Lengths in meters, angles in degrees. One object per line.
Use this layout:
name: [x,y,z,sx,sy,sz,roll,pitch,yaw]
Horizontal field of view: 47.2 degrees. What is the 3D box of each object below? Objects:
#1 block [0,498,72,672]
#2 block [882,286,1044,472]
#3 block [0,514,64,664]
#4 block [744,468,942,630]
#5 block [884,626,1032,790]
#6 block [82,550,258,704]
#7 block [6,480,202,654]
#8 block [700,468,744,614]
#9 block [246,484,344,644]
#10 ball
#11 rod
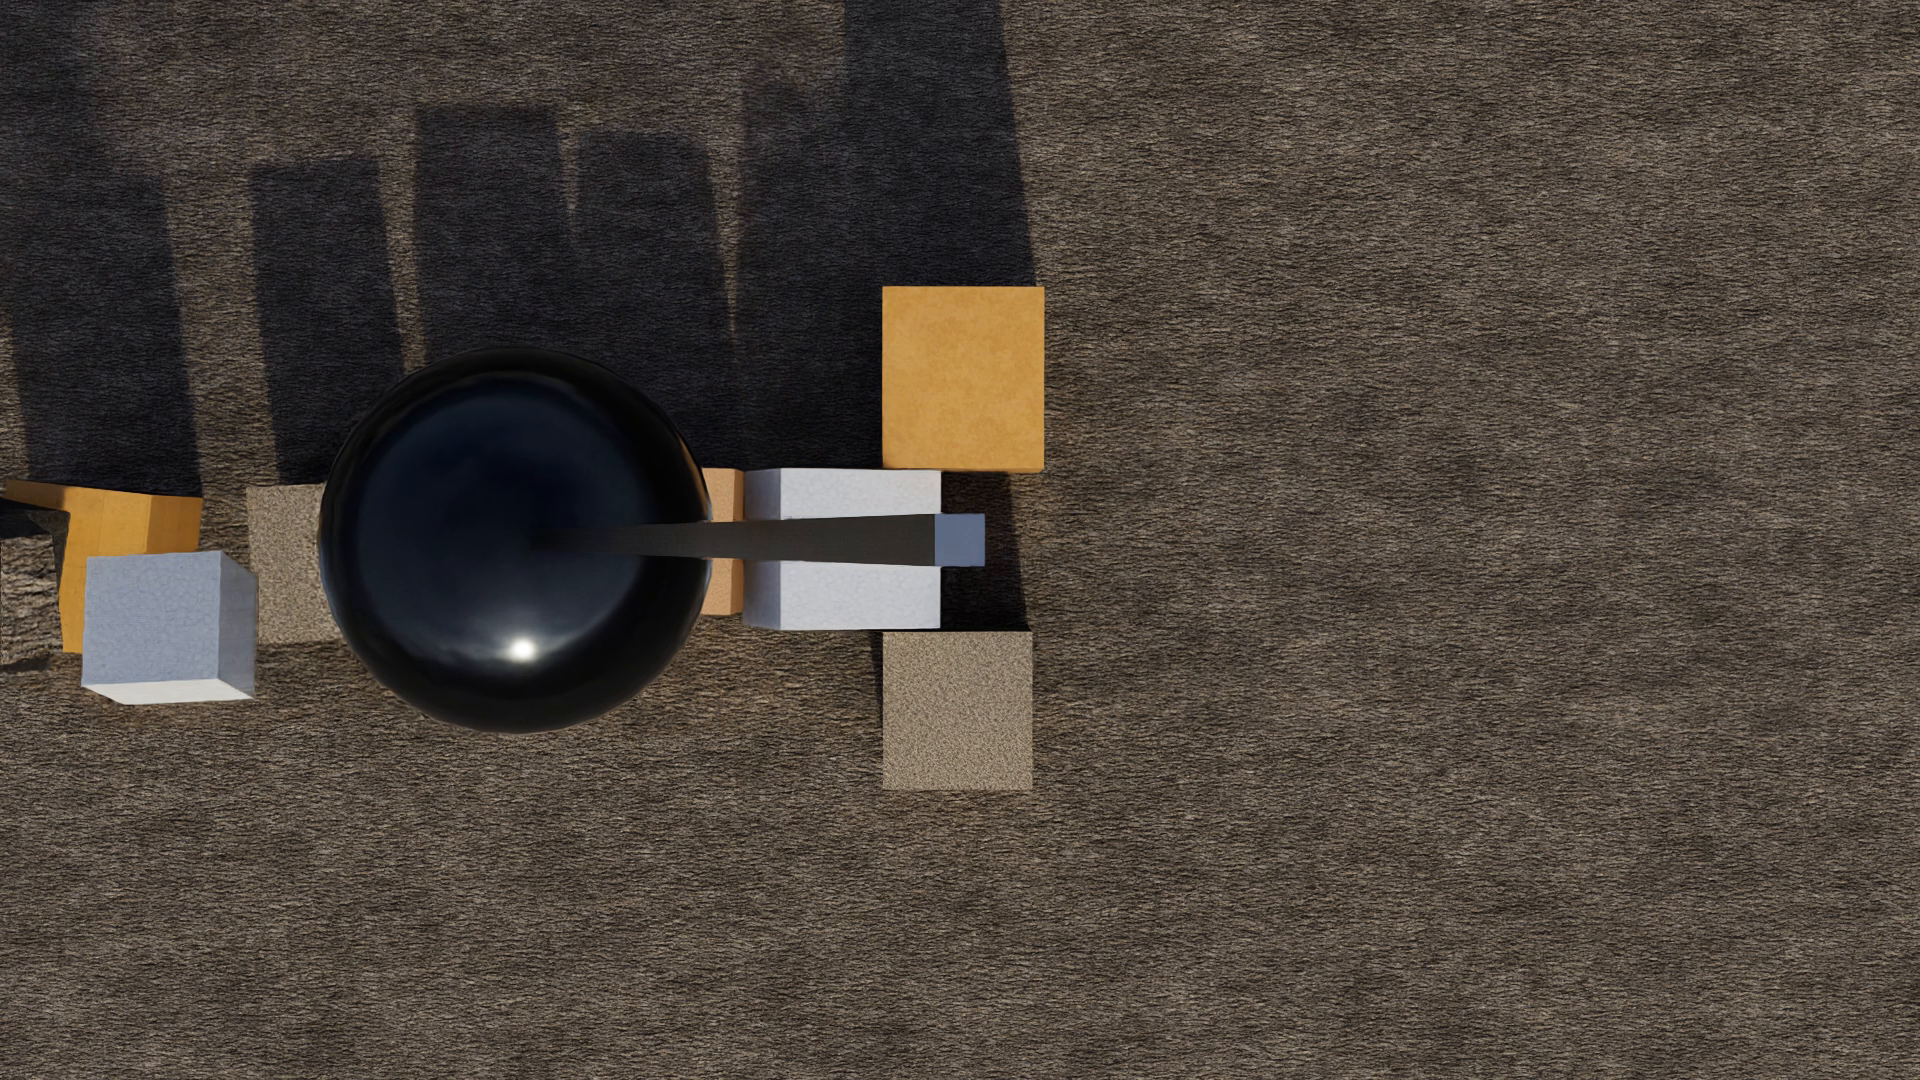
block: [-5.495,0.193,11.784,0.924,0.846,0.876,10,92,24]
block: [0.018,-0.899,12.580,0.894,0.840,1.004,0,90,0]
block: [-4.890,0.255,11.029,0.534,0.652,0.621,-9,105,-35]
block: [-0.677,0.050,12.465,0.920,0.800,0.880,0,90,-20]
block: [-0.013,0.952,12.635,0.833,0.730,0.881,0,90,0]
block: [-3.866,0.438,10.795,0.643,0.579,0.625,-3,77,-1]
block: [-4.925,0.162,12.589,0.807,0.823,0.915,6,90,0]
block: [-1.632,0.000,12.568,0.751,0.863,0.807,2,90,0]
block: [-3.549,0.121,12.586,0.757,0.828,0.867,-4,90,0]
ball: [-1.812,0.000,9.043,1.600,1.600,1.600,0,90,0]
rod: [-0.785,0.000,5.802,0.080,5.200,0.080,0,90,-18]
